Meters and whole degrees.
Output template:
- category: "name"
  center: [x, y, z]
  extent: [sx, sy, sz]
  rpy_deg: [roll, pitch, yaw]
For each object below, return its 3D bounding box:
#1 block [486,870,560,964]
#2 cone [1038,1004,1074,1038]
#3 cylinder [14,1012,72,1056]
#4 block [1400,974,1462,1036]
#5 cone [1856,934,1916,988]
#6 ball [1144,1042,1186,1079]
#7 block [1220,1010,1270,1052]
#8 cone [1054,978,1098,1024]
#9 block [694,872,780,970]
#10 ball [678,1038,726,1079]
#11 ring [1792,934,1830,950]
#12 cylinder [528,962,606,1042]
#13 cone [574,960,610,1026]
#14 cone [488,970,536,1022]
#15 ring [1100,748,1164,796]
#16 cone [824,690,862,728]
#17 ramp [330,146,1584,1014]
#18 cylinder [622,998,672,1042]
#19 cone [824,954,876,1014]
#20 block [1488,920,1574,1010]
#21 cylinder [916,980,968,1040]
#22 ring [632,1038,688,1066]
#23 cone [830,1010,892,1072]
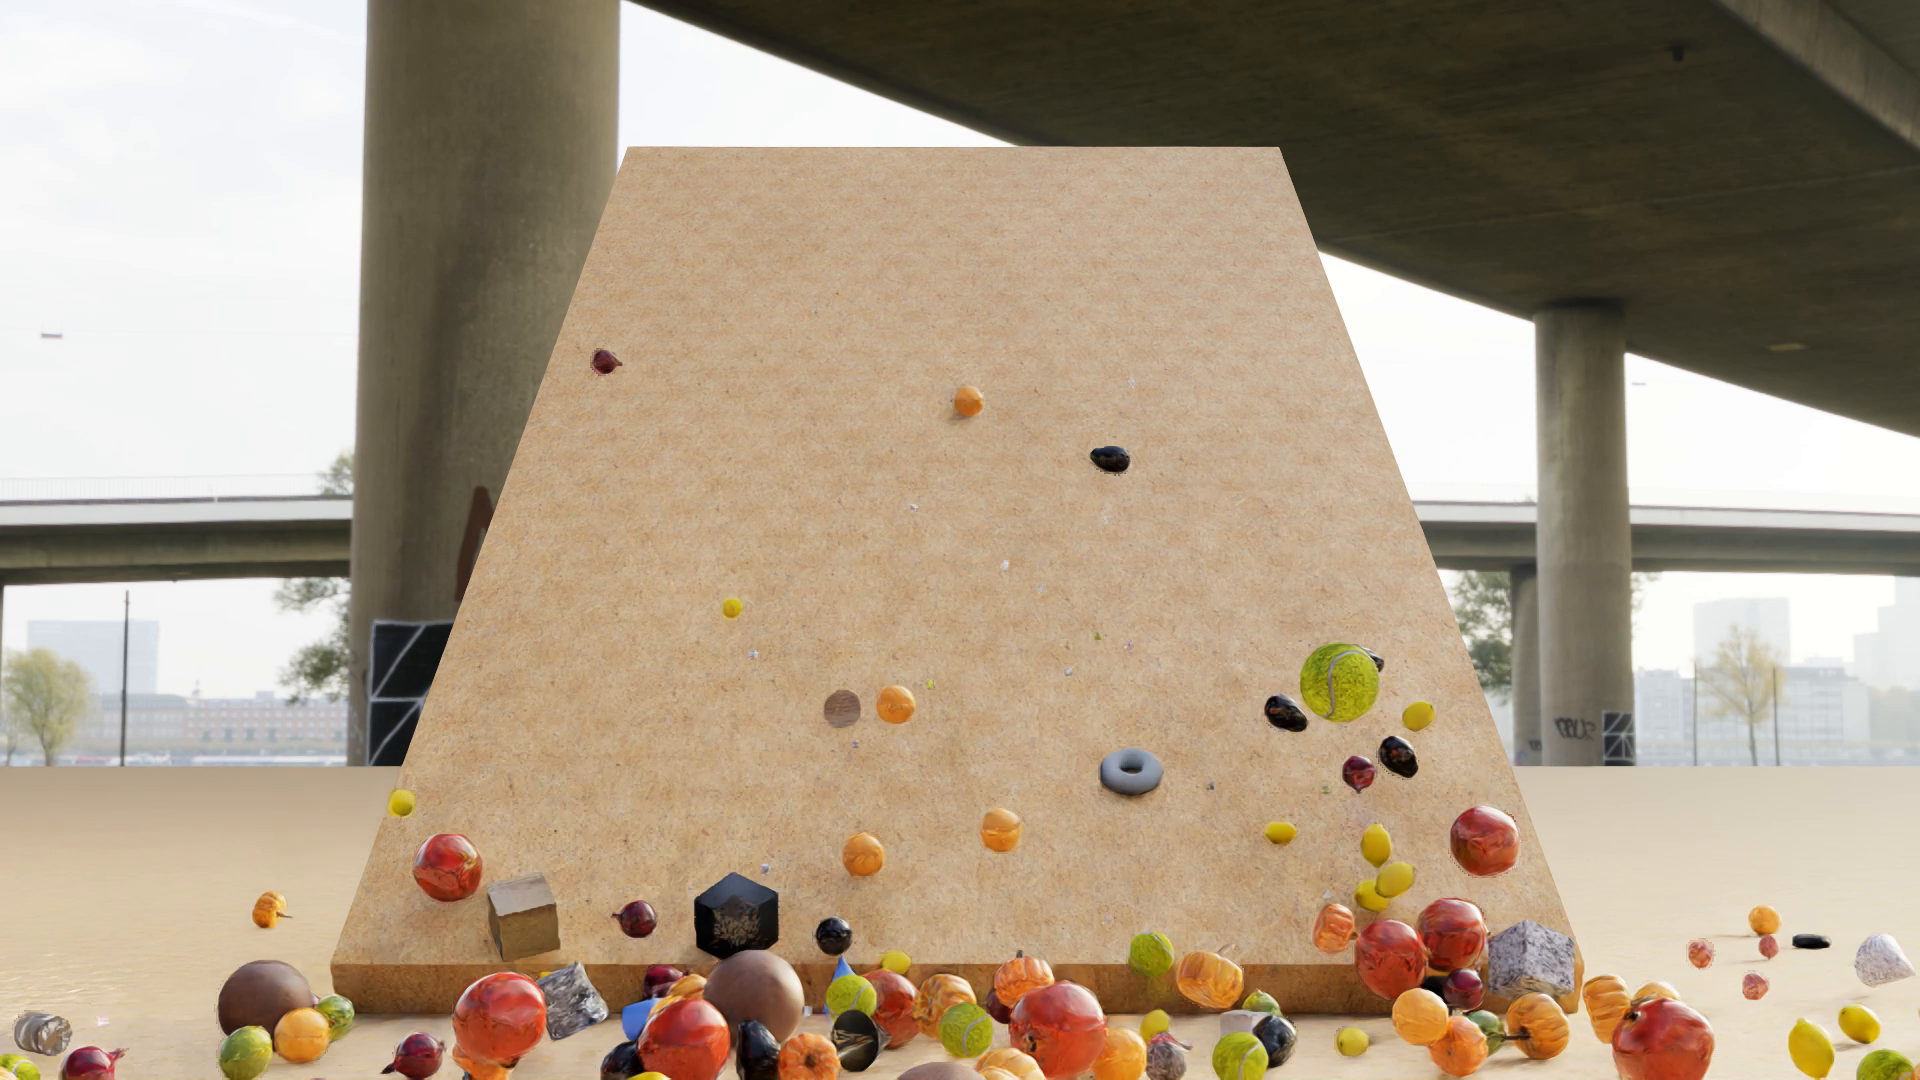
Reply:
- category: "block"
  center: [-0.702, 0.605, 3.835]
  extent: [0.092, 0.092, 0.092]
  rpy_deg: [-11, 30, -21]
- category: "cone"
  center: [0.143, 0.724, 3.548]
  extent: [0.054, 0.054, 0.054]
  rpy_deg: [-1, -32, 7]
- category: "cylinder"
  center: [-1.250, 0.673, 3.253]
  extent: [0.053, 0.053, 0.053]
  rpy_deg: [1, -4, 34]
- category: "block"
  center: [0.706, 0.698, 3.579]
  extent: [0.076, 0.076, 0.076]
  rpy_deg: [-2, -1, 22]
- category: "cone"
  center: [1.614, 0.736, 4.111]
  extent: [0.096, 0.096, 0.096]
  rpy_deg: [2, 5, -20]
- category: "ball"
  center: [0.259, 0.659, 3.008]
  extent: [0.054, 0.054, 0.054]
  rpy_deg: [0, -5, 0]
- category: "block"
  center: [0.404, 0.694, 3.375]
  extent: [0.052, 0.052, 0.052]
  rpy_deg: [-4, -6, 34]
- category: "cone"
  center: [0.170, 0.679, 3.585]
  extent: [0.069, 0.069, 0.069]
  rpy_deg: [-1, -46, 11]
- category: "block"
  center: [-0.358, 0.609, 3.827]
  extent: [0.094, 0.094, 0.094]
  rpy_deg: [19, 34, 32]
- category: "ball"
  center: [-0.326, 0.656, 3.005]
  extent: [0.060, 0.060, 0.060]
  rpy_deg: [0, -5, 0]
- category: "ring"
  center: [1.853, 0.875, 5.200]
  extent: [0.080, 0.027, 0.080]
  rpy_deg: [1, -3, 0]
- category: "cylinder"
  center: [-0.531, 0.623, 3.221]
  extent: [0.078, 0.078, 0.078]
  rpy_deg: [-24, 1, 0]
- category: "cone"
  center: [-0.587, 0.686, 3.662]
  extent: [0.091, 0.091, 0.091]
  rpy_deg: [-2, 17, 0]
- category: "cone"
  center: [-0.683, 0.701, 3.718]
  extent: [0.082, 0.082, 0.082]
  rpy_deg: [-1, 3, 8]
- category: "ring"
  center: [0.306, 0.413, 4.258]
  extent: [0.113, 0.038, 0.113]
  rpy_deg: [-1, 32, 1]
- category: "cone"
  center: [-0.227, 0.312, 4.450]
  extent: [0.072, 0.072, 0.072]
  rpy_deg: [1, 0, -16]
- category: "ramp"
  center: [-0.011, -0.222, 5.592]
  extent: [2.000, 0.100, 4.000]
  rpy_deg: [0, 28, 0]
- category: "cylinder"
  center: [-0.429, 0.659, 3.276]
  extent: [0.052, 0.052, 0.052]
  rpy_deg: [-17, -10, 15]
- category: "cone"
  center: [-0.168, 0.643, 3.478]
  extent: [0.078, 0.078, 0.078]
  rpy_deg: [-9, -4, -1]
- category: "block"
  center: [0.843, 0.628, 3.526]
  extent: [0.087, 0.087, 0.087]
  rpy_deg: [23, -37, -17]
- category: "cylinder"
  center: [-0.028, 0.689, 3.496]
  extent: [0.062, 0.062, 0.062]
  rpy_deg: [2, 23, -19]
- category: "ring"
  center: [-0.401, 0.693, 3.232]
  extent: [0.086, 0.029, 0.086]
  rpy_deg: [-3, -3, 0]
- category: "cone"
  center: [-0.114, 0.660, 3.162]
  extent: [0.081, 0.081, 0.081]
  rpy_deg: [-4, -7, 37]
